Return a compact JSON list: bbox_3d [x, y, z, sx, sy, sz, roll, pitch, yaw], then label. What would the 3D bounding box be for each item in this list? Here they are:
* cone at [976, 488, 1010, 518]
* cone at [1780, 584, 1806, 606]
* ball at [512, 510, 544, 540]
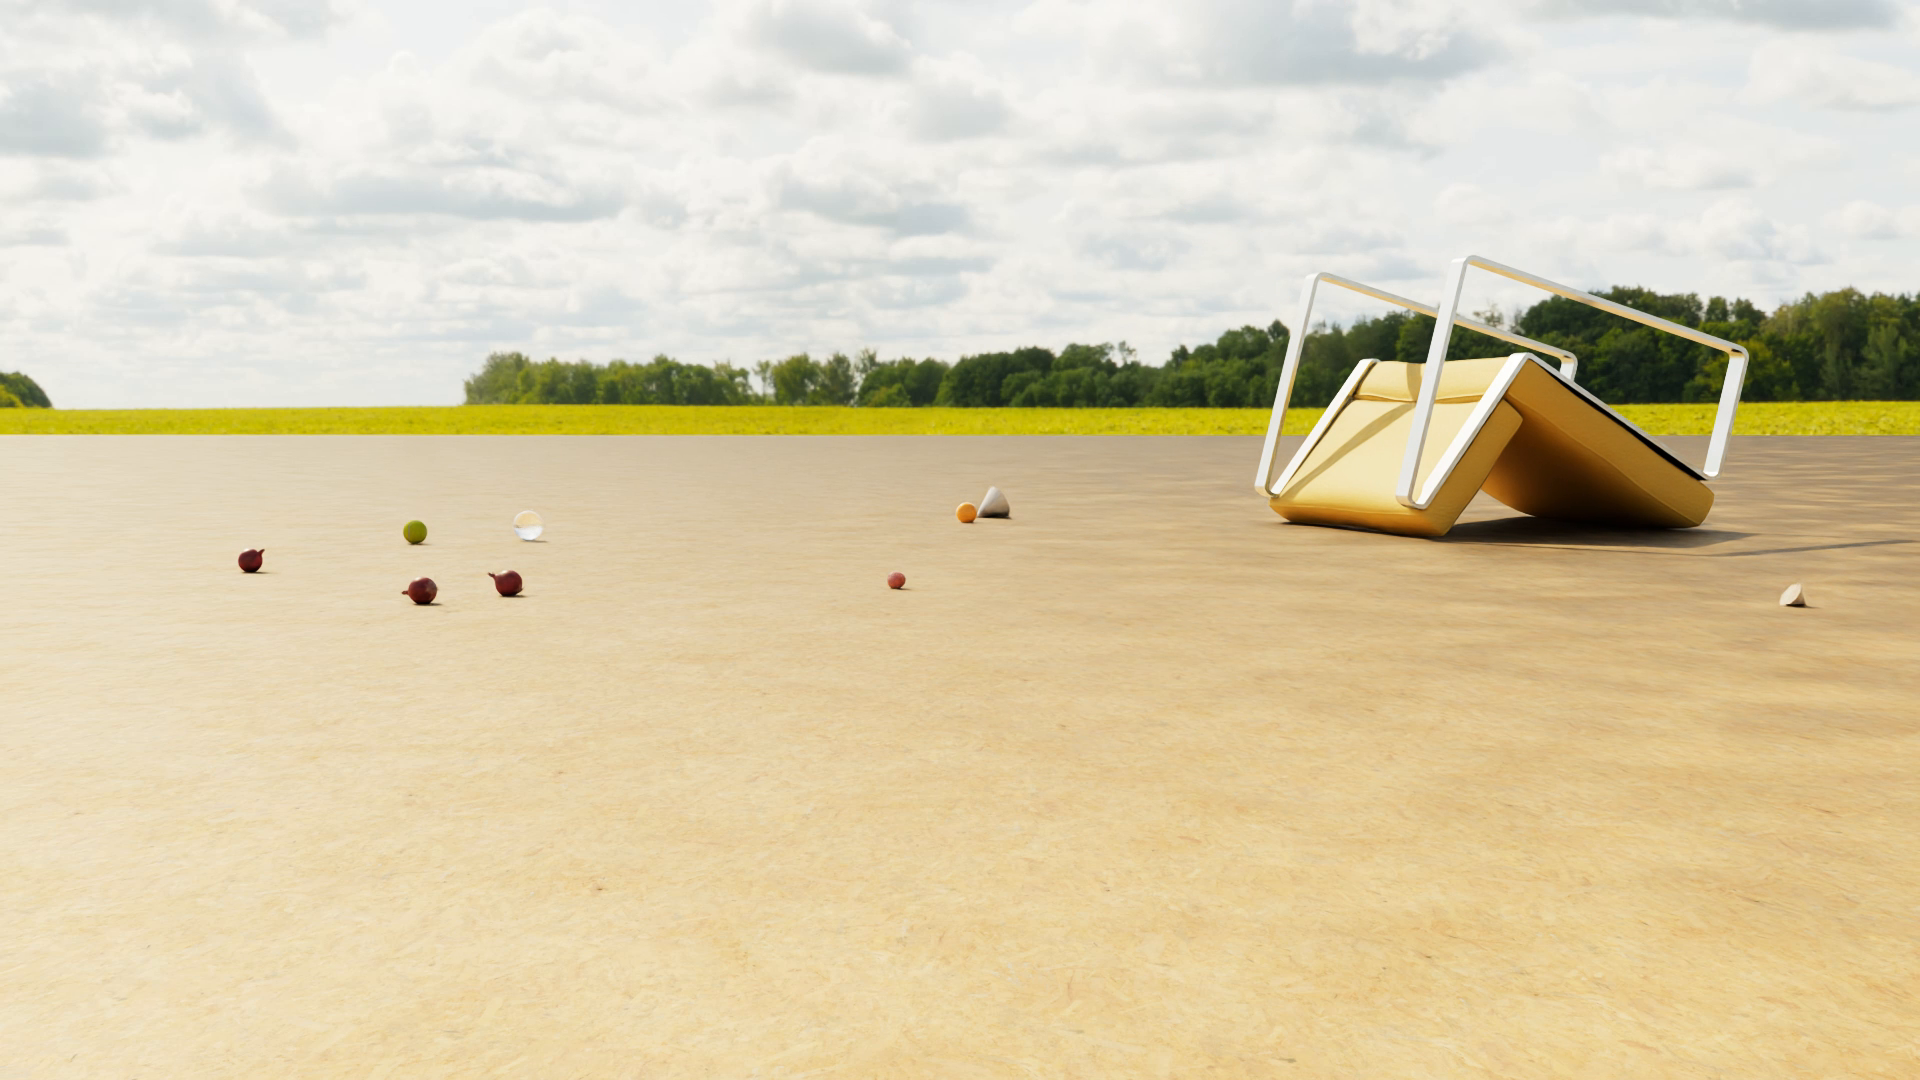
[{"bbox_3d":[0.095,-0.106,7.696,0.107,0.116,0.176,-33,-5,-16],"label":"cone"},{"bbox_3d":[1.739,0.125,4.561,0.041,0.056,0.071,34,0,-5],"label":"cone"},{"bbox_3d":[-1.279,-0.042,6.512,0.089,0.089,0.089,0,4,0],"label":"ball"}]
